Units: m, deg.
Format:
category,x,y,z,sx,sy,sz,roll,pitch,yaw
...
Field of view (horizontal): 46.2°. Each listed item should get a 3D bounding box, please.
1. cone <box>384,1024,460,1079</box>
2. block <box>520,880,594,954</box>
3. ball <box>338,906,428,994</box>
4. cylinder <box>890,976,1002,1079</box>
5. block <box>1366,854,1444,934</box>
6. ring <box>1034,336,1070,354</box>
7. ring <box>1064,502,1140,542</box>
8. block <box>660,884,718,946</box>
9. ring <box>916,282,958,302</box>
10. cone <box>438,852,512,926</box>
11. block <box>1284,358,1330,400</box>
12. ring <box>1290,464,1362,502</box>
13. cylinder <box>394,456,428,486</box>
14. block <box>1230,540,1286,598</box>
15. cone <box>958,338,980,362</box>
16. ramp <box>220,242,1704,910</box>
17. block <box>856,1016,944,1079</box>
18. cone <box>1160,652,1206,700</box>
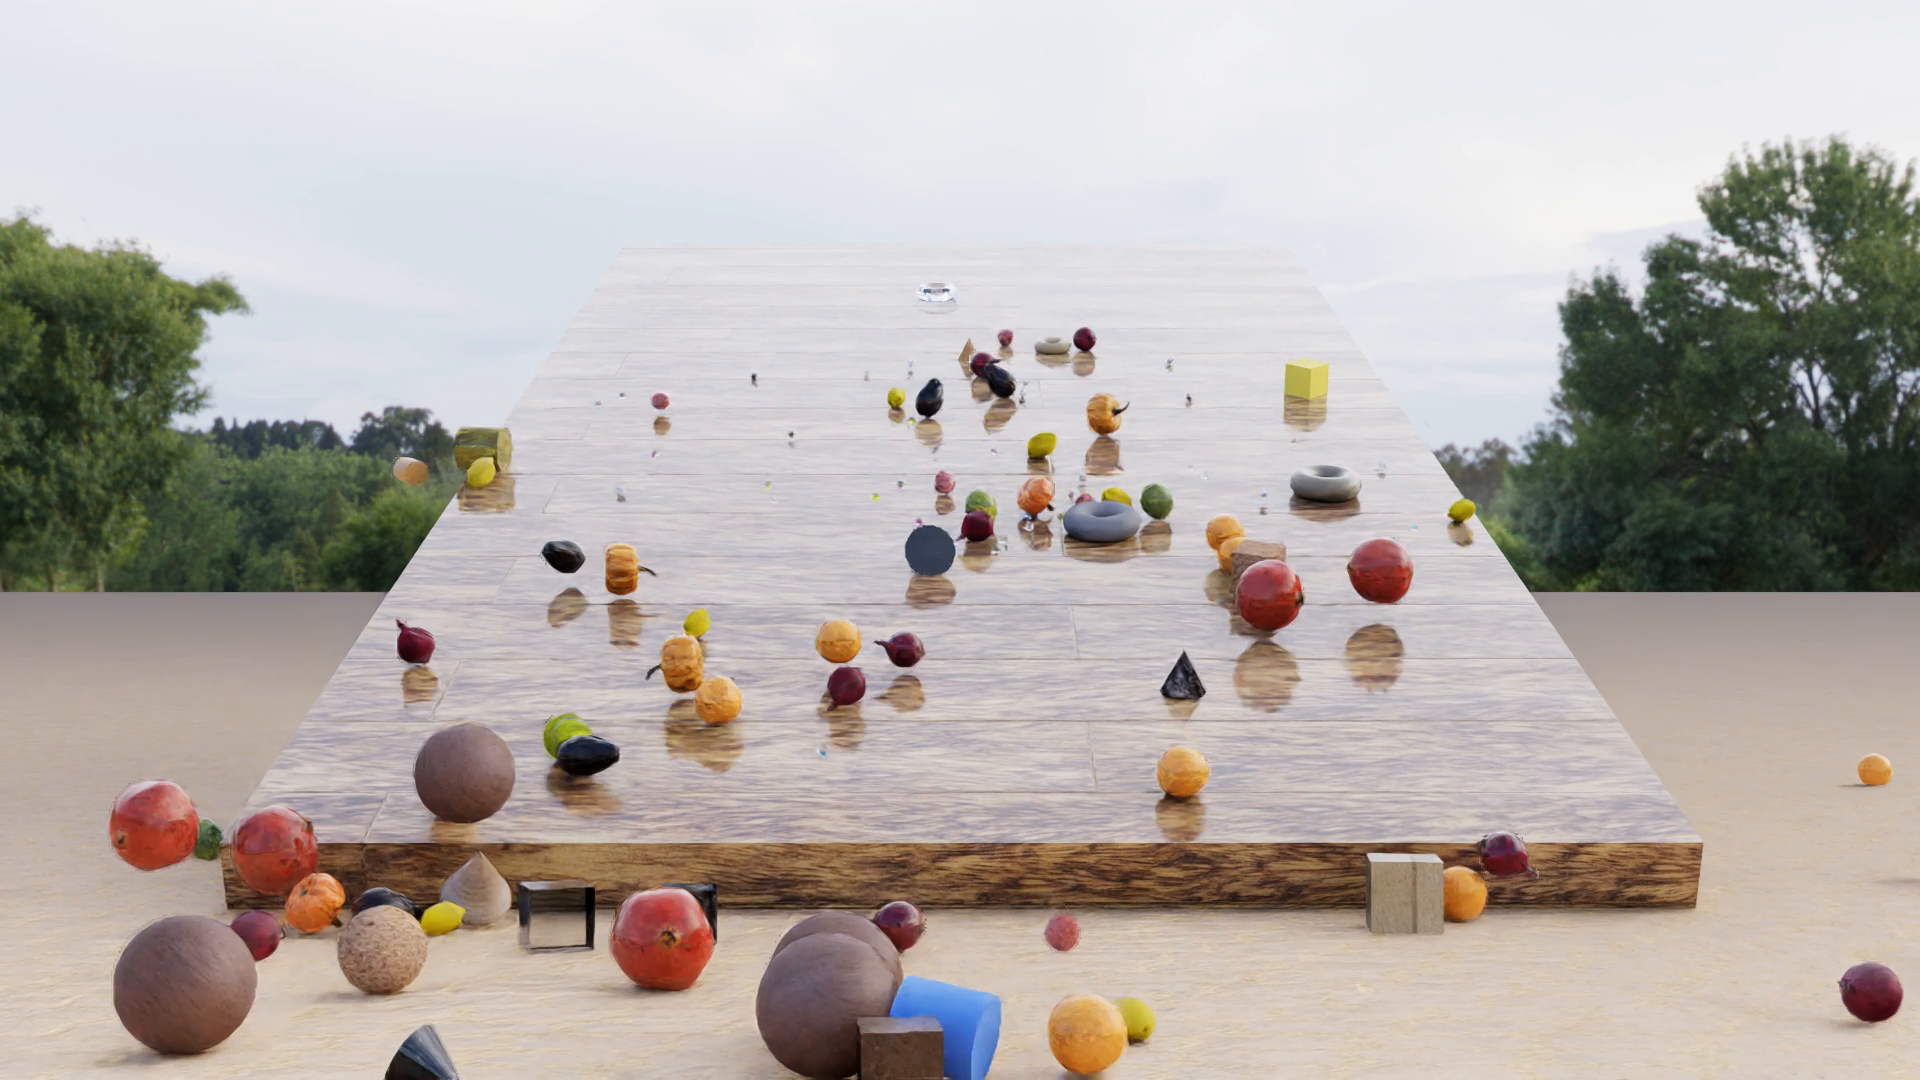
category,x,y,z,sx,sy,sz,roll,pitch,yaw
cone,-0.451,0.465,1.948,0.066,0.066,0.066,28,7,15
block,-0.491,0.458,2.740,0.077,0.077,0.077,0,-1,-21
ball,-0.624,0.442,2.433,0.094,0.094,0.094,0,-1,0
cylinder,-0.014,0.435,2.002,0.080,0.080,0.080,10,2,18
block,0.571,0.454,2.896,0.090,0.090,0.090,0,-1,6
ring,0.228,-0.479,5.556,0.090,0.030,0.090,-1,20,0
ring,0.267,-0.035,4.244,0.146,0.049,0.146,-1,19,0
block,-0.335,0.463,2.784,0.068,0.068,0.068,0,-1,-4
ring,-0.063,-0.672,6.102,0.112,0.037,0.112,-1,19,0
cone,-0.619,0.429,2.892,0.094,0.094,0.094,9,42,-8
block,0.798,-0.372,5.186,0.071,0.071,0.071,18,26,41
ring,0.726,-0.114,4.477,0.143,0.048,0.143,1,18,0
cylinder,-1.201,-0.150,4.924,0.055,0.055,0.055,1,10,-41
block,0.523,0.051,3.954,0.076,0.076,0.076,8,21,21
cone,0.023,-0.465,5.477,0.056,0.056,0.056,0,19,0
ramp,-0.004,-0.198,4.942,2.000,0.100,4.000,0,19,0
block,-0.052,0.445,1.907,0.069,0.069,0.069,0,-1,-5
cone,0.349,0.204,3.519,0.070,0.070,0.070,0,19,0
